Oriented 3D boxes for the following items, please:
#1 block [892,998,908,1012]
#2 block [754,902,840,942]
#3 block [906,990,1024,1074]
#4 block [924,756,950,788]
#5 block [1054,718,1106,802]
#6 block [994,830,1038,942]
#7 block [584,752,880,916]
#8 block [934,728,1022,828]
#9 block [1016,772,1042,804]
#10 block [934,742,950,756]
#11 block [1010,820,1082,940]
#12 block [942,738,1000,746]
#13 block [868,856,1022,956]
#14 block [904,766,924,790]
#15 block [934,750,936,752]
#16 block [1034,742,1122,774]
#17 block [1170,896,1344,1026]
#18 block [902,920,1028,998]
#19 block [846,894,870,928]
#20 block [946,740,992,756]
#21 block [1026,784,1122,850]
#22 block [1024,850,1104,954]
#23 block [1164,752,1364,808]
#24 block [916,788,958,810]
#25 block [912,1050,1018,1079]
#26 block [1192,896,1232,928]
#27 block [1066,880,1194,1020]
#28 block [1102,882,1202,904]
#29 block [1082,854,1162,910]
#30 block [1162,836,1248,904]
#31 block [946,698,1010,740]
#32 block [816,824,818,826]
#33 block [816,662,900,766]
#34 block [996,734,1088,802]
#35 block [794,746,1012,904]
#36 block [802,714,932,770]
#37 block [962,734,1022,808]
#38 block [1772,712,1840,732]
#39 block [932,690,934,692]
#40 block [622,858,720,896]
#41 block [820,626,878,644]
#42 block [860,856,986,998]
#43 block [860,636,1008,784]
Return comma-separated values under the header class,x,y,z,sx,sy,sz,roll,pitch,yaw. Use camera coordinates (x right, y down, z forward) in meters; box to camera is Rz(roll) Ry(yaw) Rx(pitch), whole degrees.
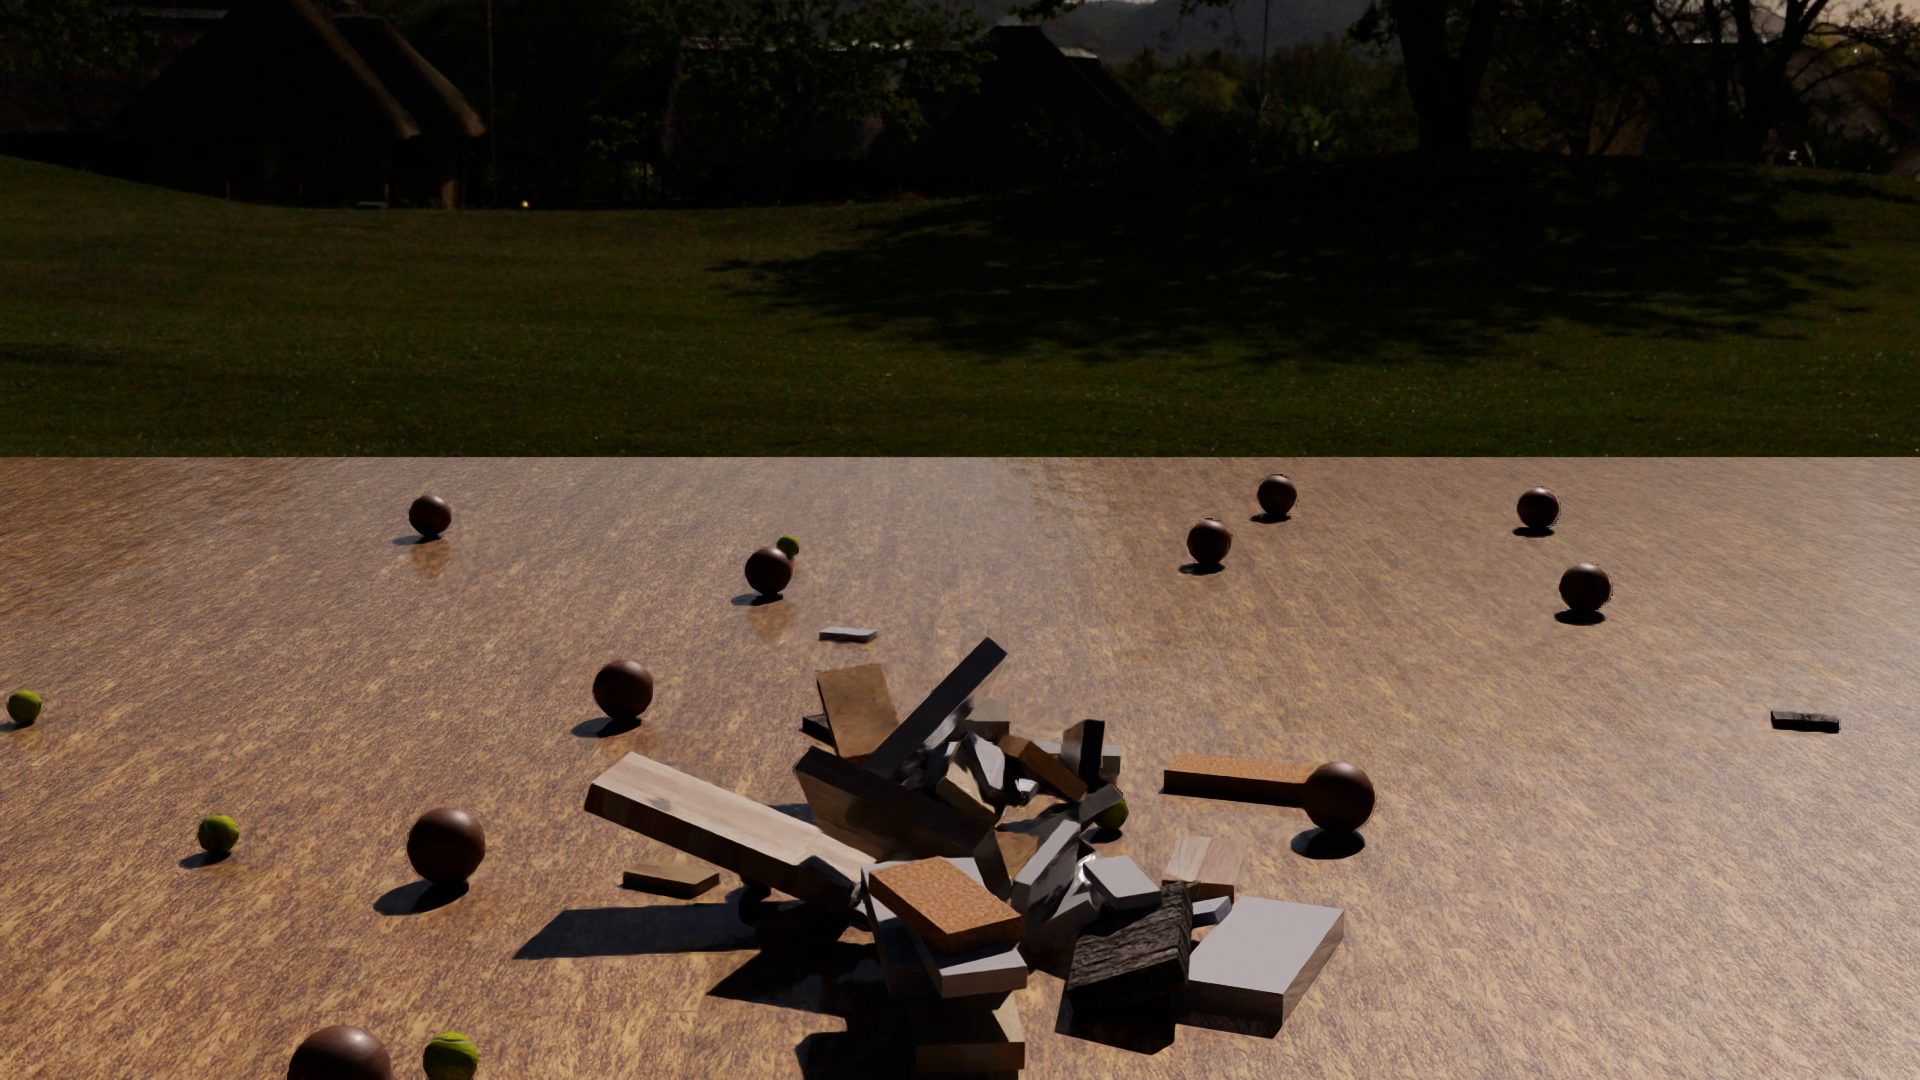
class,x,y,z,sx,sy,sz,roll,pitch,yaw
block,-0.029,0.583,3.171,0.139,0.039,0.277,0,23,-2
block,-0.259,0.609,3.516,0.064,0.018,0.128,9,14,41
block,0.001,0.622,2.930,0.139,0.039,0.277,-1,15,-5
block,-0.008,0.476,3.926,0.118,0.034,0.237,0,35,6
block,0.220,0.409,4.053,0.037,0.130,0.259,9,-11,-5
block,0.061,0.551,3.528,0.101,0.029,0.203,6,39,8
block,-0.371,0.479,3.613,0.462,0.050,0.176,21,15,8
block,0.033,0.420,3.867,0.118,0.034,0.237,37,19,-1
block,0.113,0.471,4.249,0.081,0.023,0.162,3,11,15
block,0.002,0.454,4.166,0.110,0.031,0.221,1,25,4
block,0.132,0.528,3.428,0.029,0.101,0.203,15,27,21
block,0.008,0.381,4.390,0.110,0.031,0.221,2,5,-9
block,-0.022,0.492,2.970,0.113,0.032,0.226,-8,18,-28
block,-0.110,0.476,3.888,0.021,0.147,0.073,27,14,2
block,0.002,0.440,4.316,0.110,0.031,0.221,3,16,1
block,0.189,0.428,4.335,0.254,0.036,0.127,2,4,5
block,0.455,0.630,3.325,0.166,0.047,0.375,4,11,23
block,0.004,0.538,2.924,0.113,0.032,0.226,-4,16,-14
block,-0.154,0.595,3.581,0.068,0.019,0.136,-10,14,-34
block,0.013,0.416,4.108,0.082,0.023,0.164,0,16,6
block,0.161,0.508,3.793,0.120,0.034,0.346,-44,-13,26
block,0.170,0.574,3.503,0.120,0.034,0.240,-31,5,12
block,0.588,0.463,4.255,0.365,0.036,0.127,4,11,20
block,-0.031,0.511,3.797,0.118,0.034,0.237,1,29,7
block,0.004,0.678,2.991,0.139,0.039,0.308,0,4,-1
block,0.347,0.594,3.458,0.148,0.021,0.074,-16,3,26
block,0.258,0.609,3.291,0.167,0.047,0.333,-19,8,10
block,0.310,0.578,3.563,0.149,0.021,0.074,-12,0,41
block,0.251,0.532,3.418,0.074,0.021,0.148,-6,16,-16
block,0.418,0.559,3.741,0.120,0.034,0.240,2,11,13
block,0.028,0.352,4.346,0.130,0.037,0.259,3,5,-1
block,-0.198,0.509,3.953,0.068,0.019,0.136,5,12,27
block,-0.189,0.337,4.207,0.127,0.036,0.254,-8,37,-11
block,0.143,0.407,3.945,0.130,0.037,0.324,38,-6,-3
block,-0.089,0.454,3.447,0.352,0.176,0.050,20,56,31
block,-0.191,0.416,4.542,0.081,0.023,0.414,-7,12,-32
block,0.055,0.404,3.860,0.073,0.021,0.147,26,22,-29
block,1.810,0.388,4.709,0.130,0.018,0.065,3,11,15
block,-0.005,0.360,4.556,0.081,0.023,0.162,2,-32,14
block,-0.488,0.570,3.718,0.147,0.021,0.073,5,12,27
block,-0.280,0.238,5.516,0.130,0.018,0.065,4,11,21
block,-0.036,0.537,3.077,0.167,0.047,0.333,-2,16,-9
block,-0.060,0.338,3.947,0.050,0.176,0.352,40,59,10
